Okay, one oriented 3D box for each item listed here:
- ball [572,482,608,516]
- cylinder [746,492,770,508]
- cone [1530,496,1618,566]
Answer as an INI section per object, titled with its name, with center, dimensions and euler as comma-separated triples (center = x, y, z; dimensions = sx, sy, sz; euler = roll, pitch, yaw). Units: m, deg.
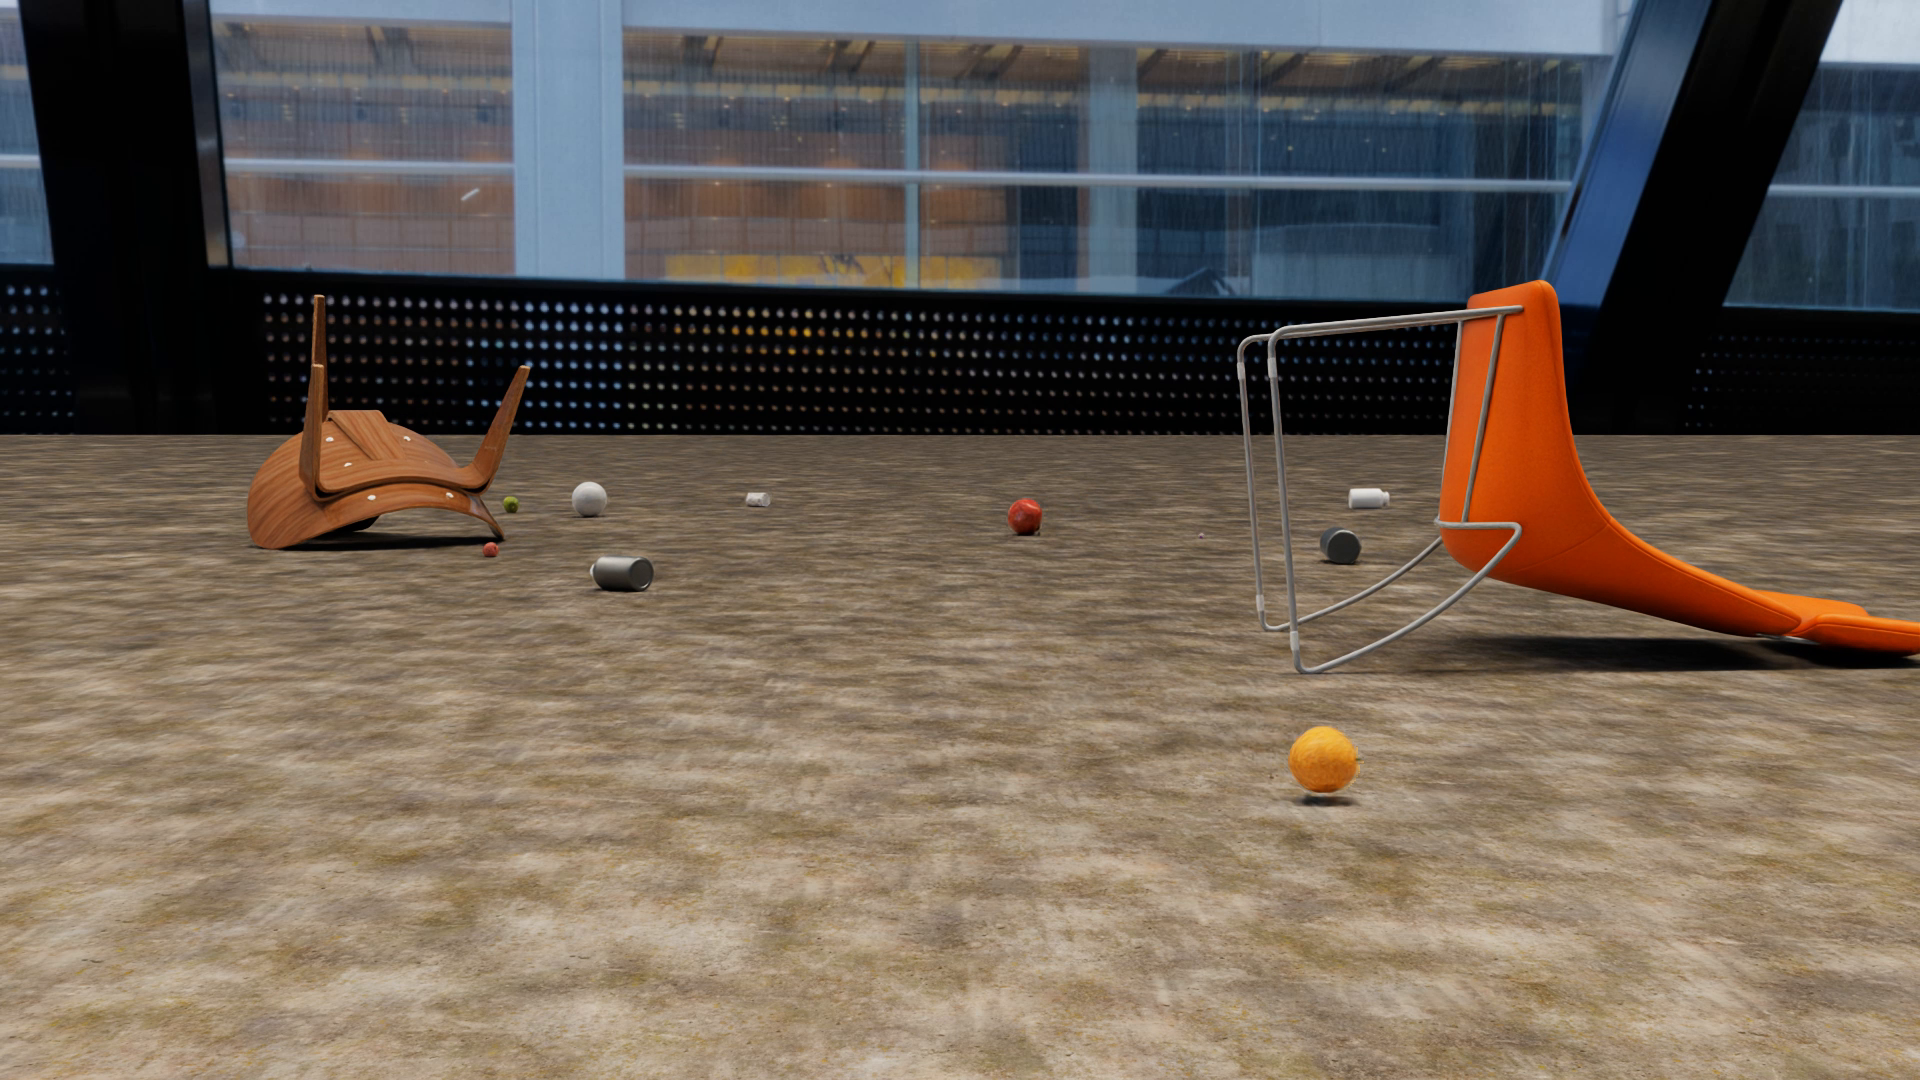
[ball]
center = -1.301, -0.143, 7.724
dimensions = 0.124, 0.124, 0.124
euler = 0, 4, 0
[cylinder]
center = -0.769, -0.153, 8.389
dimensions = 0.071, 0.052, 0.066
euler = 7, 23, 29
[cone]
center = 1.534, 0.020, 5.610
dimensions = 0.189, 0.197, 0.237
euler = -28, 12, -1
